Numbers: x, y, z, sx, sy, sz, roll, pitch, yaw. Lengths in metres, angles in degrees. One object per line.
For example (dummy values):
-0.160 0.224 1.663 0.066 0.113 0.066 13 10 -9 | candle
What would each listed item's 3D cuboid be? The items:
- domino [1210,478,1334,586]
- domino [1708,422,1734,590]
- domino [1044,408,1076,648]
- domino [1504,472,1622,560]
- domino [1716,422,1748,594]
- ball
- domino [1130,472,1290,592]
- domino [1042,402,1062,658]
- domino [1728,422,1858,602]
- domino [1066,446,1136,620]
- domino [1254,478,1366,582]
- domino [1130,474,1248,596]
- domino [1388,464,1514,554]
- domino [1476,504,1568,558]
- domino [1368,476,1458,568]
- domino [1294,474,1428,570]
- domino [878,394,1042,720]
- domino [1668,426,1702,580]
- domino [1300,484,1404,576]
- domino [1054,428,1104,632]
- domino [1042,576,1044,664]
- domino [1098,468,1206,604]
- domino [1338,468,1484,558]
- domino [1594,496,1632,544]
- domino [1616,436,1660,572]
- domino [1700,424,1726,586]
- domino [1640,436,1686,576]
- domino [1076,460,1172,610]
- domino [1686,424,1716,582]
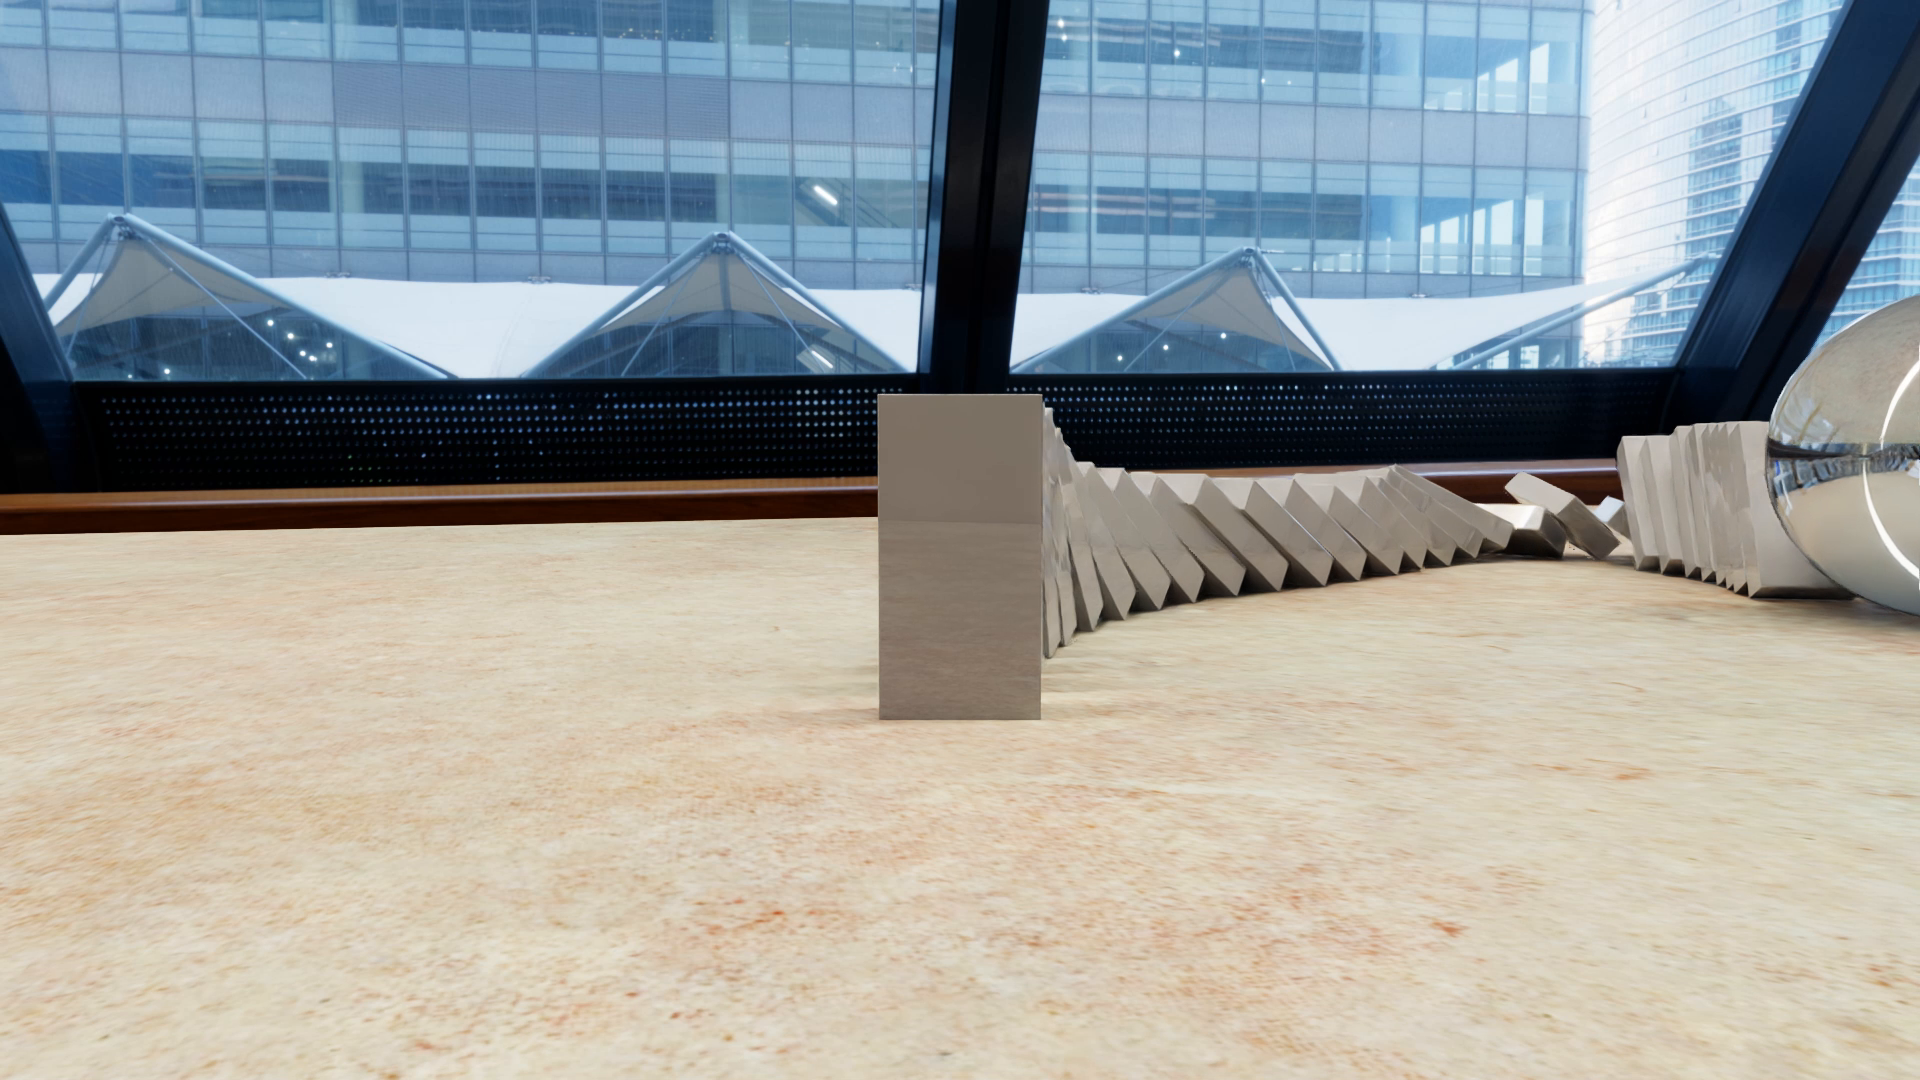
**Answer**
0.086 -0.002 0.377 0.025 0.009 0.050 4 -23 46 | domino
0.237 -0.010 0.376 0.025 0.050 0.010 1 -23 14 | domino
0.009 -0.002 0.267 0.025 0.050 0.009 2 27 21 | domino
0.228 -0.010 0.487 0.025 0.009 0.050 42 11 -8 | domino
0.234 -0.009 0.366 0.025 0.050 0.009 1 -23 14 | domino
0.240 -0.021 0.308 0.080 0.080 0.080 0 4 0 | ball
0.070 -0.002 0.363 0.025 0.010 0.050 4 -26 45 | domino
0.005 -0.002 0.254 0.025 0.050 0.009 1 21 19 | domino
0.231 -0.009 0.355 0.025 0.050 0.009 1 -23 14 | domino
0.021 -0.001 0.302 0.025 0.009 0.050 3 -40 33 | domino
0.101 -0.003 0.391 0.025 0.010 0.050 4 -23 46 | domino
0.055 -0.001 0.352 0.025 0.009 0.050 4 -26 45 | domino
0.172 -0.010 0.467 0.050 0.010 0.025 25 -13 -7 | domino
0.200 -0.004 0.488 0.050 0.009 0.025 4 -22 46 | domino
0.146 -0.006 0.441 0.050 0.009 0.025 31 -14 -33 | domino
0.131 -0.006 0.422 0.025 0.010 0.050 5 -22 45 | domino
0.000 0.002 0.201 0.025 0.050 0.010 0 4 0 | domino
0.243 -0.012 0.408 0.025 0.050 0.010 1 -25 13 | domino
0.118 -0.003 0.408 0.025 0.009 0.050 4 -20 45 | domino
0.014 -0.002 0.284 0.025 0.050 0.010 2 41 25 | domino
0.002 -0.001 0.239 0.025 0.050 0.009 1 10 14 | domino
0.042 -0.001 0.336 0.025 0.010 0.050 4 -30 40 | domino
0.158 -0.009 0.454 0.050 0.010 0.025 29 -14 -23 | domino
0.246 -0.004 0.466 0.025 0.009 0.050 39 16 14 | domino
0.241 -0.013 0.436 0.025 0.050 0.010 1 -34 13 | domino
0.240 -0.011 0.386 0.025 0.050 0.009 1 -23 14 | domino
0.243 -0.012 0.423 0.025 0.050 0.010 1 -33 13 | domino
0.031 -0.001 0.320 0.025 0.009 0.050 3 -33 38 | domino
0.242 -0.012 0.397 0.025 0.050 0.010 1 -23 14 | domino
